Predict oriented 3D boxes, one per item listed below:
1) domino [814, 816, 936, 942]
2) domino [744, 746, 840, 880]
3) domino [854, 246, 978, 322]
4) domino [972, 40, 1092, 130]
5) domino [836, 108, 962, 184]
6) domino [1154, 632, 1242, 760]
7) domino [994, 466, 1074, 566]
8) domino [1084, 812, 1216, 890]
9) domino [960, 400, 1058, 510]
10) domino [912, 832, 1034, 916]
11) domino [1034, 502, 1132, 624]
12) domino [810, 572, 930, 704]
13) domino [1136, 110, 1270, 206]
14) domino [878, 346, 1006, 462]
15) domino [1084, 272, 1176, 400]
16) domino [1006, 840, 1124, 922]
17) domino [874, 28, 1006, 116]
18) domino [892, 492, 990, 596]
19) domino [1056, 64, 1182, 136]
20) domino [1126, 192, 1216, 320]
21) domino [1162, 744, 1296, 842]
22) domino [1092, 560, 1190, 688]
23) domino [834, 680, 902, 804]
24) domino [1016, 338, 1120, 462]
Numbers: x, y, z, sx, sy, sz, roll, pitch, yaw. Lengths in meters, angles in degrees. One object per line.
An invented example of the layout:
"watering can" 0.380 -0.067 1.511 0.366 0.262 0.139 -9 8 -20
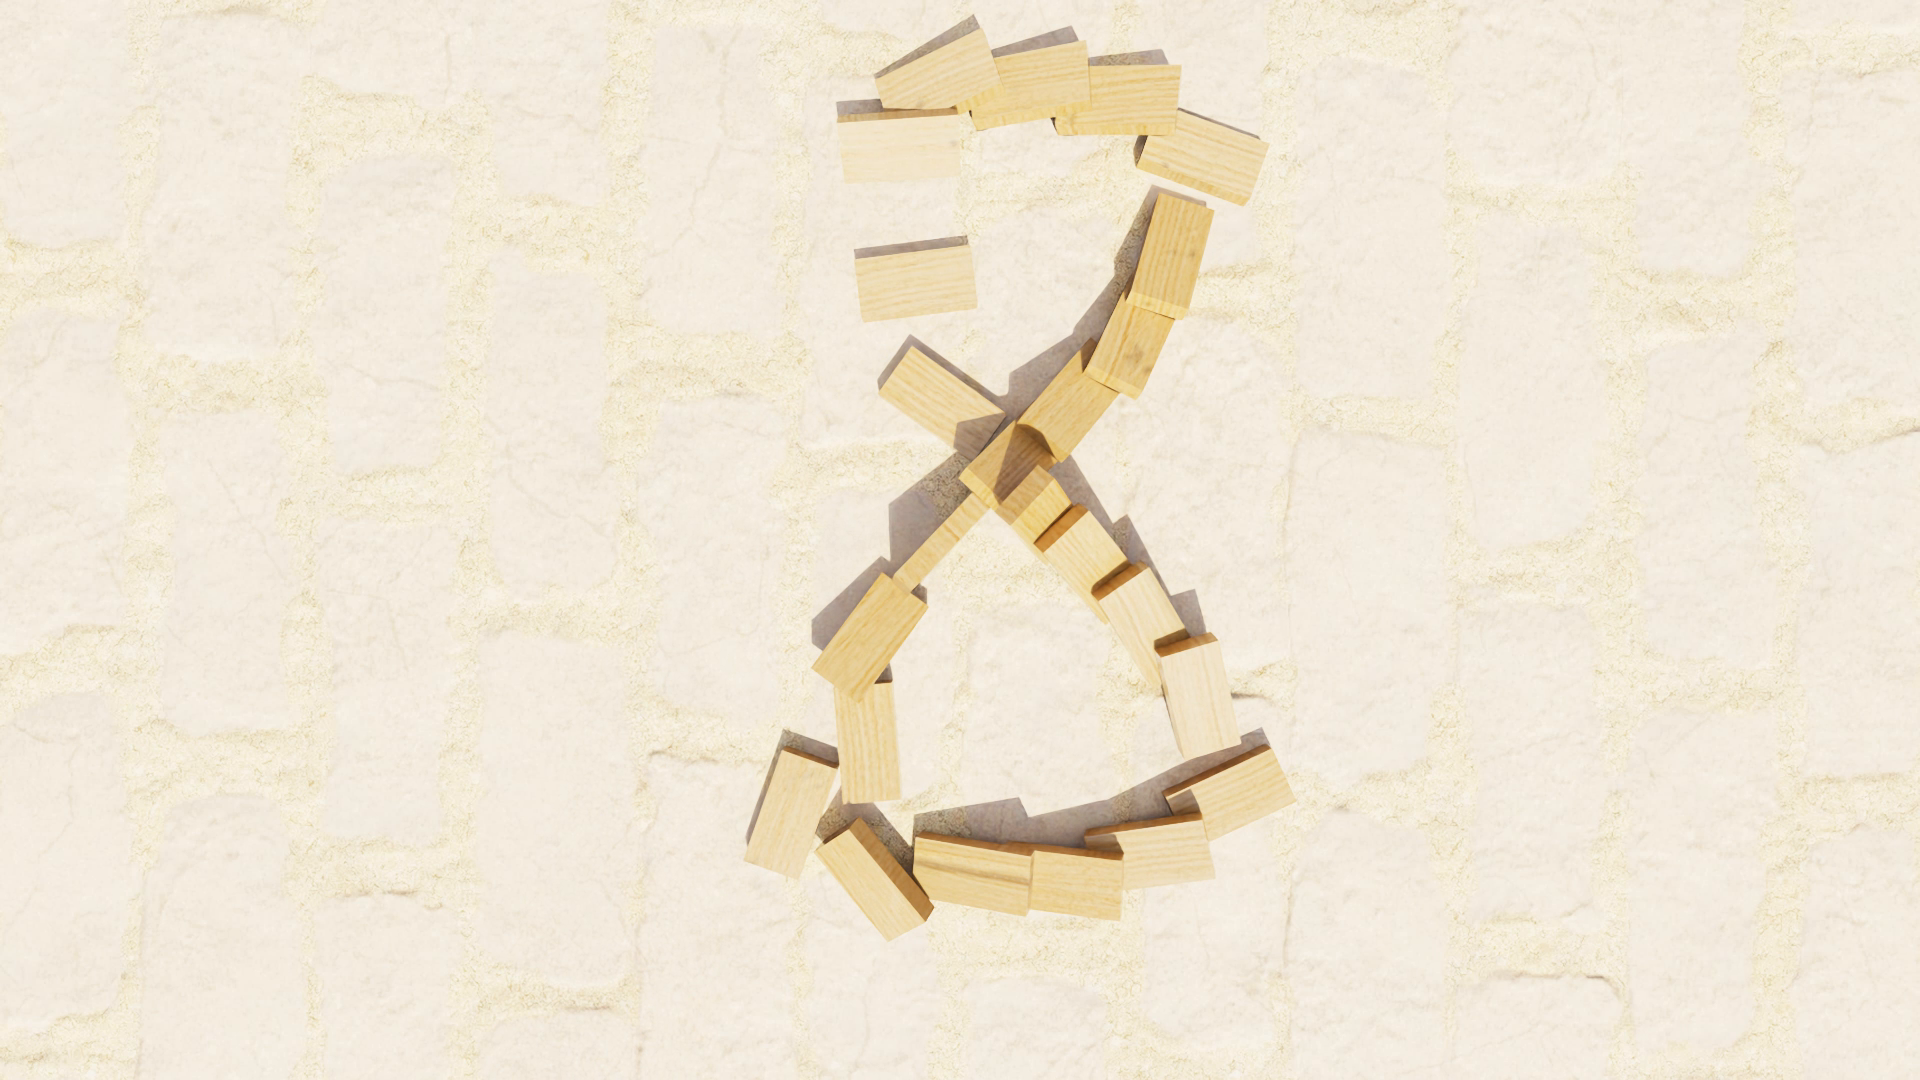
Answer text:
"domino" -0.037 0.144 0.390 0.025 0.010 0.050 -40 90 30
"domino" -0.072 0.117 0.395 0.025 0.010 0.050 19 90 0
"domino" -0.019 -0.110 0.395 0.050 0.010 0.025 -7 90 0
"domino" 0.030 -0.193 0.389 0.050 0.009 0.025 -4 89 15
"domino" -0.025 -0.167 0.388 0.050 0.009 0.025 -4 133 0
"domino" 0.101 0.066 0.388 0.025 0.009 0.050 -17 107 0
"domino" 0.034 -0.009 0.376 0.025 0.050 0.010 -47 60 0
"domino" 0.080 0.133 0.389 0.050 0.010 0.025 -13 90 14
"domino" 0.025 -0.034 0.383 0.025 0.009 0.050 43 58 1
"domino" 0.005 0.141 0.389 0.050 0.010 0.025 5 90 15
"domino" 0.055 0.011 0.383 0.025 0.009 0.050 -43 122 0
"domino" -0.038 0.042 0.389 0.025 0.010 0.050 36 76 0
"domino" 0.104 -0.166 0.395 0.050 0.009 0.025 20 90 0
"domino" -0.007 -0.058 0.395 0.050 0.010 0.025 36 90 0
"domino" 0.074 -0.087 0.388 0.025 0.009 0.050 26 73 0
"domino" 0.044 0.144 0.389 0.050 0.009 0.025 1 90 16
"domino" -0.009 -0.192 0.389 0.050 0.010 0.025 -19 86 14
"domino" -0.007 0.001 0.383 0.009 0.025 0.050 43 79 1
"domino" 0.067 -0.187 0.389 0.050 0.010 0.025 6 90 14
"domino" 0.089 -0.120 0.389 0.025 0.010 0.050 18 74 0
"domino" 0.116 0.111 0.395 0.050 0.010 0.025 -25 90 0
"domino" 0.079 0.036 0.387 0.025 0.010 0.050 -34 111 0
"domino" -0.040 0.087 0.395 0.025 0.010 0.050 -5 90 0
"domino" 0.049 -0.059 0.387 0.025 0.009 0.050 40 70 0
